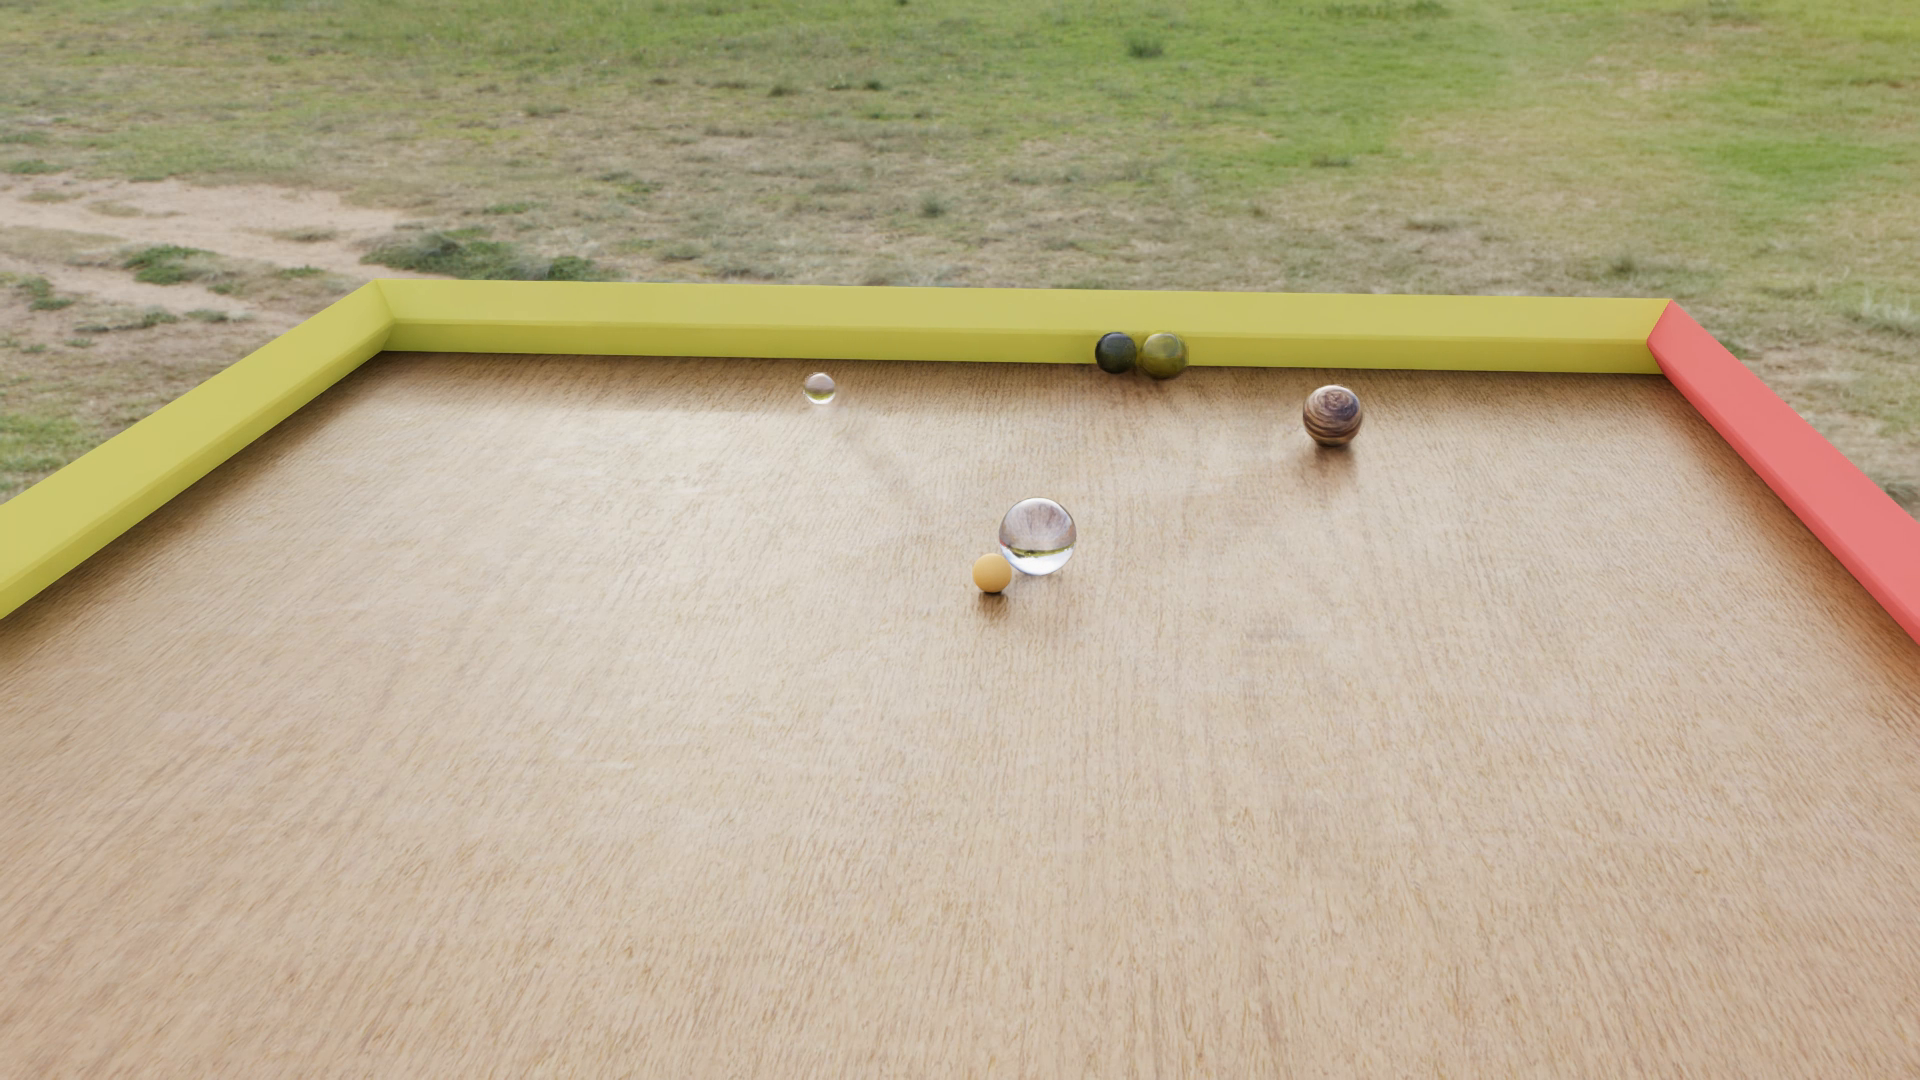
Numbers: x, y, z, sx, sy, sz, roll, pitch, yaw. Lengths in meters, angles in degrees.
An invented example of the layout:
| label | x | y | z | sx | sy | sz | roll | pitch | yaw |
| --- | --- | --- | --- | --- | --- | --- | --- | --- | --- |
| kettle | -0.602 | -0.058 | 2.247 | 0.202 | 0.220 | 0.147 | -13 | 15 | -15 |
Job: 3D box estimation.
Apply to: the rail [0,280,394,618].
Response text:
| label | x | y | z | sx | sy | sz | roll | pitch | yaw |
| --- | --- | --- | --- | --- | --- | --- | --- | --- | --- |
| rail | -1.174 | 0.292 | 1.786 | 0.045 | 0.127 | 4.420 | 1 | 18 | 4 |

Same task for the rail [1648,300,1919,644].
| label | x | y | z | sx | sy | sz | roll | pitch | yaw |
| --- | --- | --- | --- | --- | --- | --- | --- | --- | --- |
| rail | 1.004 | 0.344 | 1.627 | 0.045 | 0.127 | 4.420 | 1 | 18 | 4 |

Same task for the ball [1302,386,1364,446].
| label | x | y | z | sx | sy | sz | roll | pitch | yaw |
| --- | --- | --- | --- | --- | --- | --- | --- | --- | --- |
| ball | 0.559 | -0.186 | 3.298 | 0.091 | 0.091 | 0.091 | 0 | 18 | 0 |

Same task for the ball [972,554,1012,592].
| label | x | y | z | sx | sy | sz | roll | pitch | yaw |
| --- | --- | --- | --- | --- | --- | --- | --- | --- | --- |
| ball | 0.039 | 0.040 | 2.679 | 0.048 | 0.048 | 0.048 | 0 | 18 | 0 |

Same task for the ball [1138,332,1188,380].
| label | x | y | z | sx | sy | sz | roll | pitch | yaw |
| --- | --- | --- | --- | --- | --- | --- | --- | --- | --- |
| ball | 0.341 | -0.310 | 3.690 | 0.081 | 0.081 | 0.081 | 0 | 18 | 0 |

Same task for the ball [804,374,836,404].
| label | x | y | z | sx | sy | sz | roll | pitch | yaw |
| --- | --- | --- | --- | --- | --- | --- | --- | --- | --- |
| ball | -0.224 | -0.243 | 3.536 | 0.050 | 0.050 | 0.050 | 0 | 18 | 0 |

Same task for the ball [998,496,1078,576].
| label | x | y | z | sx | sy | sz | roll | pitch | yaw |
| --- | --- | --- | --- | --- | --- | --- | --- | --- | --- |
| ball | 0.097 | -0.005 | 2.736 | 0.098 | 0.098 | 0.098 | 0 | 18 | 0 |

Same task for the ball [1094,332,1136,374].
| label | x | y | z | sx | sy | sz | roll | pitch | yaw |
| --- | --- | --- | --- | --- | --- | --- | --- | --- | --- |
| ball | 0.264 | -0.317 | 3.726 | 0.072 | 0.072 | 0.072 | 0 | 18 | 0 |

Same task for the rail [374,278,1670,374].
| label | x | y | z | sx | sy | sz | roll | pitch | yaw |
| --- | --- | --- | --- | --- | --- | --- | --- | --- | --- |
| rail | 0.083 | -0.364 | 3.777 | 2.232 | 0.127 | 0.045 | 1 | 18 | 4 |
